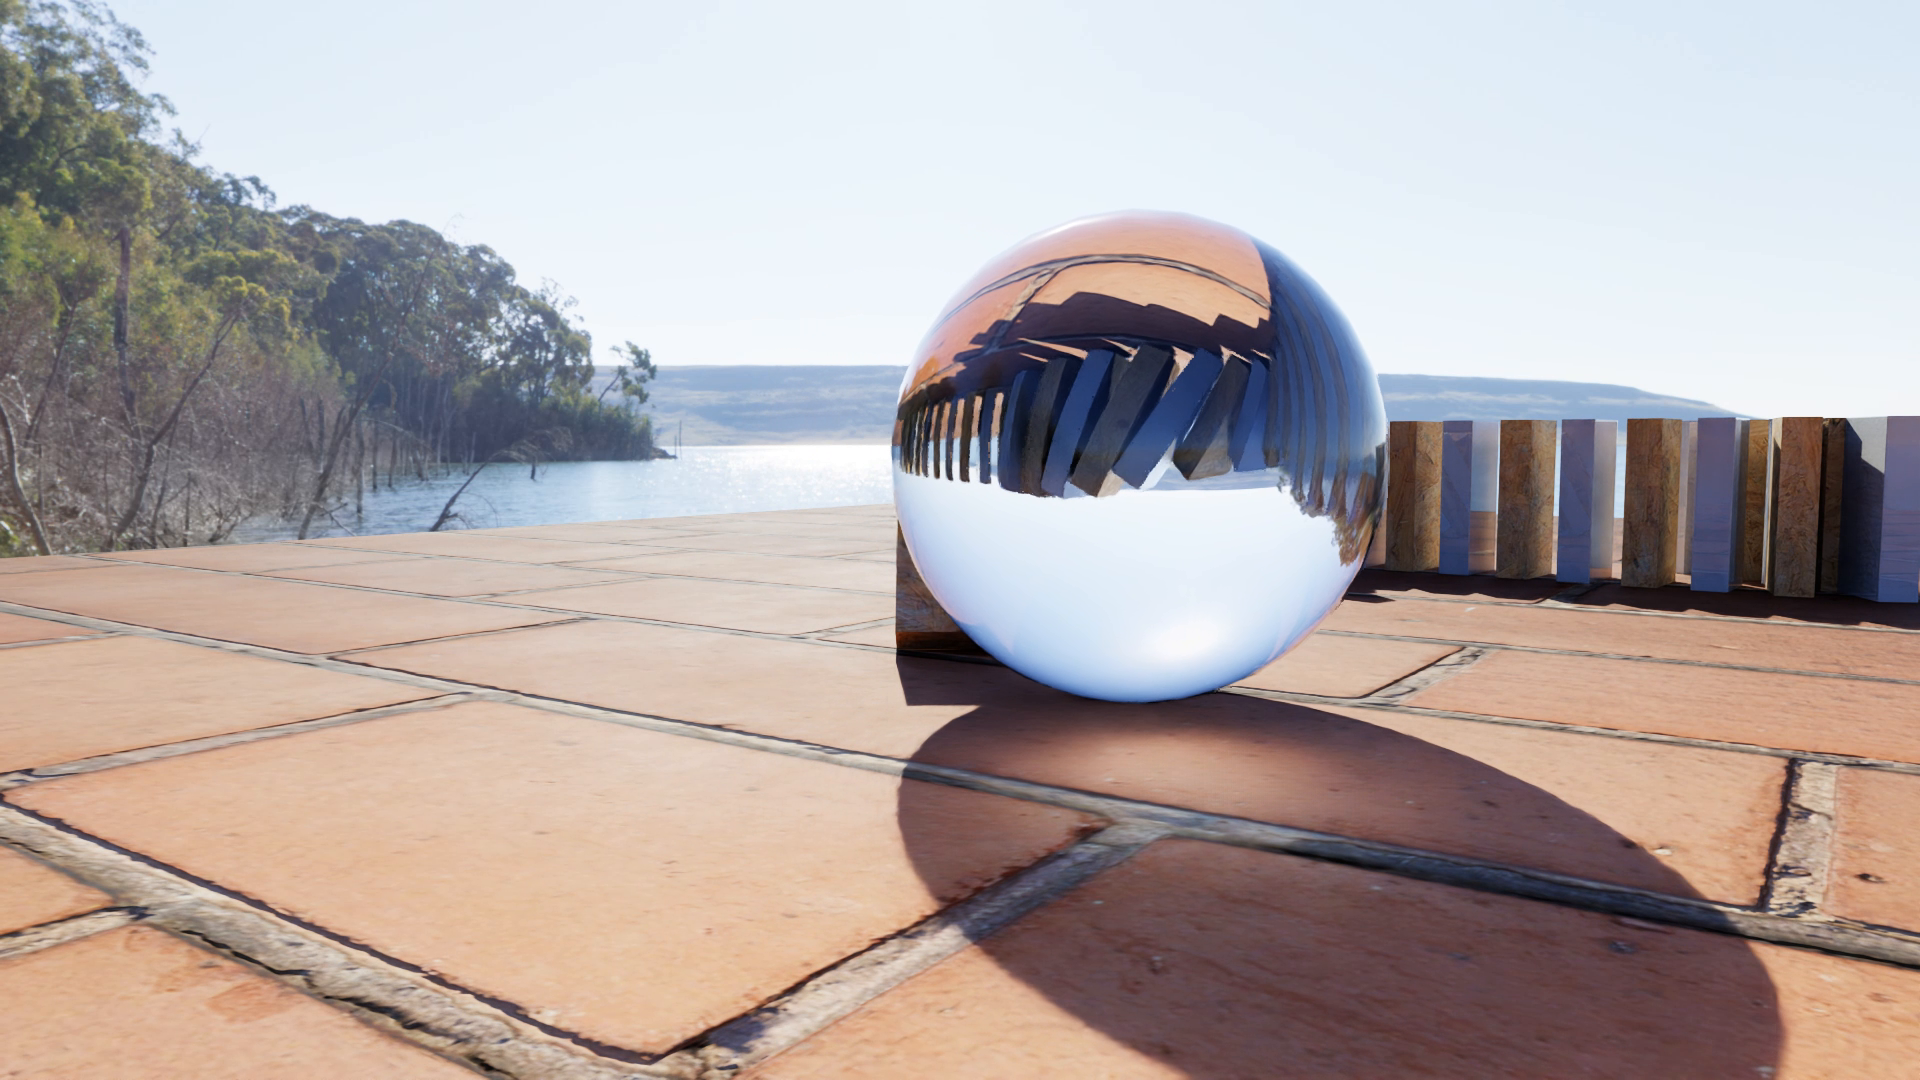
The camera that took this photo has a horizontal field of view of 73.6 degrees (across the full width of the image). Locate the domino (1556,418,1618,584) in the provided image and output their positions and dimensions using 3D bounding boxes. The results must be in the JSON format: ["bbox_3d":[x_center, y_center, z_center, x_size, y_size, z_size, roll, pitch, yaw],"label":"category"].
[{"bbox_3d":[0.196,-0.013,0.402,0.009,0.050,0.025,4,6,41],"label":"domino"}]

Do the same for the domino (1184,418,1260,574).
[{"bbox_3d":[0.086,-0.015,0.427,0.009,0.050,0.025,9,2,-11],"label":"domino"}]

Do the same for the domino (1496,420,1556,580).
[{"bbox_3d":[0.183,-0.013,0.413,0.010,0.050,0.025,4,6,41],"label":"domino"}]

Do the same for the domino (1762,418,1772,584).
[{"bbox_3d":[0.258,-0.012,0.388,0.025,0.050,0.009,-1,4,-15],"label":"domino"}]

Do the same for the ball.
[{"bbox_3d":[0.028,-0.013,0.211,0.080,0.080,0.080,0,4,0],"label":"ball"}]

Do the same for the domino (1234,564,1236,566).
[{"bbox_3d":[0.103,-0.016,0.450,0.025,0.050,0.010,1,4,16],"label":"domino"}]

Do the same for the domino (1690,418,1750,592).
[{"bbox_3d":[0.224,-0.011,0.378,0.010,0.050,0.025,4,6,39],"label":"domino"}]

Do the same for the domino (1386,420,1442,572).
[{"bbox_3d":[0.155,-0.015,0.437,0.009,0.050,0.025,4,6,40],"label":"domino"}]

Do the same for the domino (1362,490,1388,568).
[{"bbox_3d":[0.141,-0.016,0.449,0.010,0.050,0.025,3,5,38],"label":"domino"}]

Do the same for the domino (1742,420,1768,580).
[{"bbox_3d":[0.253,-0.013,0.406,0.025,0.050,0.009,-1,4,-17],"label":"domino"}]

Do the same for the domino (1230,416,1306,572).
[{"bbox_3d":[0.101,-0.016,0.433,0.010,0.050,0.025,2,6,-33],"label":"domino"}]

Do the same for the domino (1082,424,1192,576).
[{"bbox_3d":[0.058,-0.014,0.422,0.010,0.050,0.025,26,1,-7],"label":"domino"}]

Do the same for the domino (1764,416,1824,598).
[{"bbox_3d":[0.238,-0.010,0.367,0.009,0.050,0.025,2,5,27],"label":"domino"}]

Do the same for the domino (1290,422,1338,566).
[{"bbox_3d":[0.126,-0.017,0.460,0.009,0.050,0.025,3,5,32],"label":"domino"}]

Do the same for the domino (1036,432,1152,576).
[{"bbox_3d":[0.042,-0.012,0.423,0.009,0.050,0.025,35,0,-7],"label":"domino"}]

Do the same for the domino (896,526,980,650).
[{"bbox_3d":[-0.001,-0.002,0.273,0.025,0.050,0.009,0,-27,-1],"label":"domino"}]

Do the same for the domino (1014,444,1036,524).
[{"bbox_3d":[0.006,-0.010,0.419,0.025,0.009,0.050,-2,46,23],"label":"domino"}]

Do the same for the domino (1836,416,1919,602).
[{"bbox_3d":[0.255,-0.009,0.355,0.009,0.050,0.025,1,4,13],"label":"domino"}]

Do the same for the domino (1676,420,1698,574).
[{"bbox_3d":[0.248,-0.014,0.423,0.025,0.050,0.009,-1,4,-8],"label":"domino"}]

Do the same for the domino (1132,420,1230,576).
[{"bbox_3d":[0.072,-0.014,0.424,0.010,0.050,0.025,19,1,-10],"label":"domino"}]

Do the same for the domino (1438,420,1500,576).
[{"bbox_3d":[0.169,-0.014,0.425,0.009,0.050,0.025,4,6,41],"label":"domino"}]

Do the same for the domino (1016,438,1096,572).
[{"bbox_3d":[0.023,-0.012,0.428,0.025,0.050,0.009,0,-41,49],"label":"domino"}]

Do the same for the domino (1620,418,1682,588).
[{"bbox_3d":[0.210,-0.012,0.390,0.010,0.050,0.025,4,6,40],"label":"domino"}]

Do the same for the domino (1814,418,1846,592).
[{"bbox_3d":[0.262,-0.010,0.372,0.025,0.050,0.009,1,4,8],"label":"domino"}]
